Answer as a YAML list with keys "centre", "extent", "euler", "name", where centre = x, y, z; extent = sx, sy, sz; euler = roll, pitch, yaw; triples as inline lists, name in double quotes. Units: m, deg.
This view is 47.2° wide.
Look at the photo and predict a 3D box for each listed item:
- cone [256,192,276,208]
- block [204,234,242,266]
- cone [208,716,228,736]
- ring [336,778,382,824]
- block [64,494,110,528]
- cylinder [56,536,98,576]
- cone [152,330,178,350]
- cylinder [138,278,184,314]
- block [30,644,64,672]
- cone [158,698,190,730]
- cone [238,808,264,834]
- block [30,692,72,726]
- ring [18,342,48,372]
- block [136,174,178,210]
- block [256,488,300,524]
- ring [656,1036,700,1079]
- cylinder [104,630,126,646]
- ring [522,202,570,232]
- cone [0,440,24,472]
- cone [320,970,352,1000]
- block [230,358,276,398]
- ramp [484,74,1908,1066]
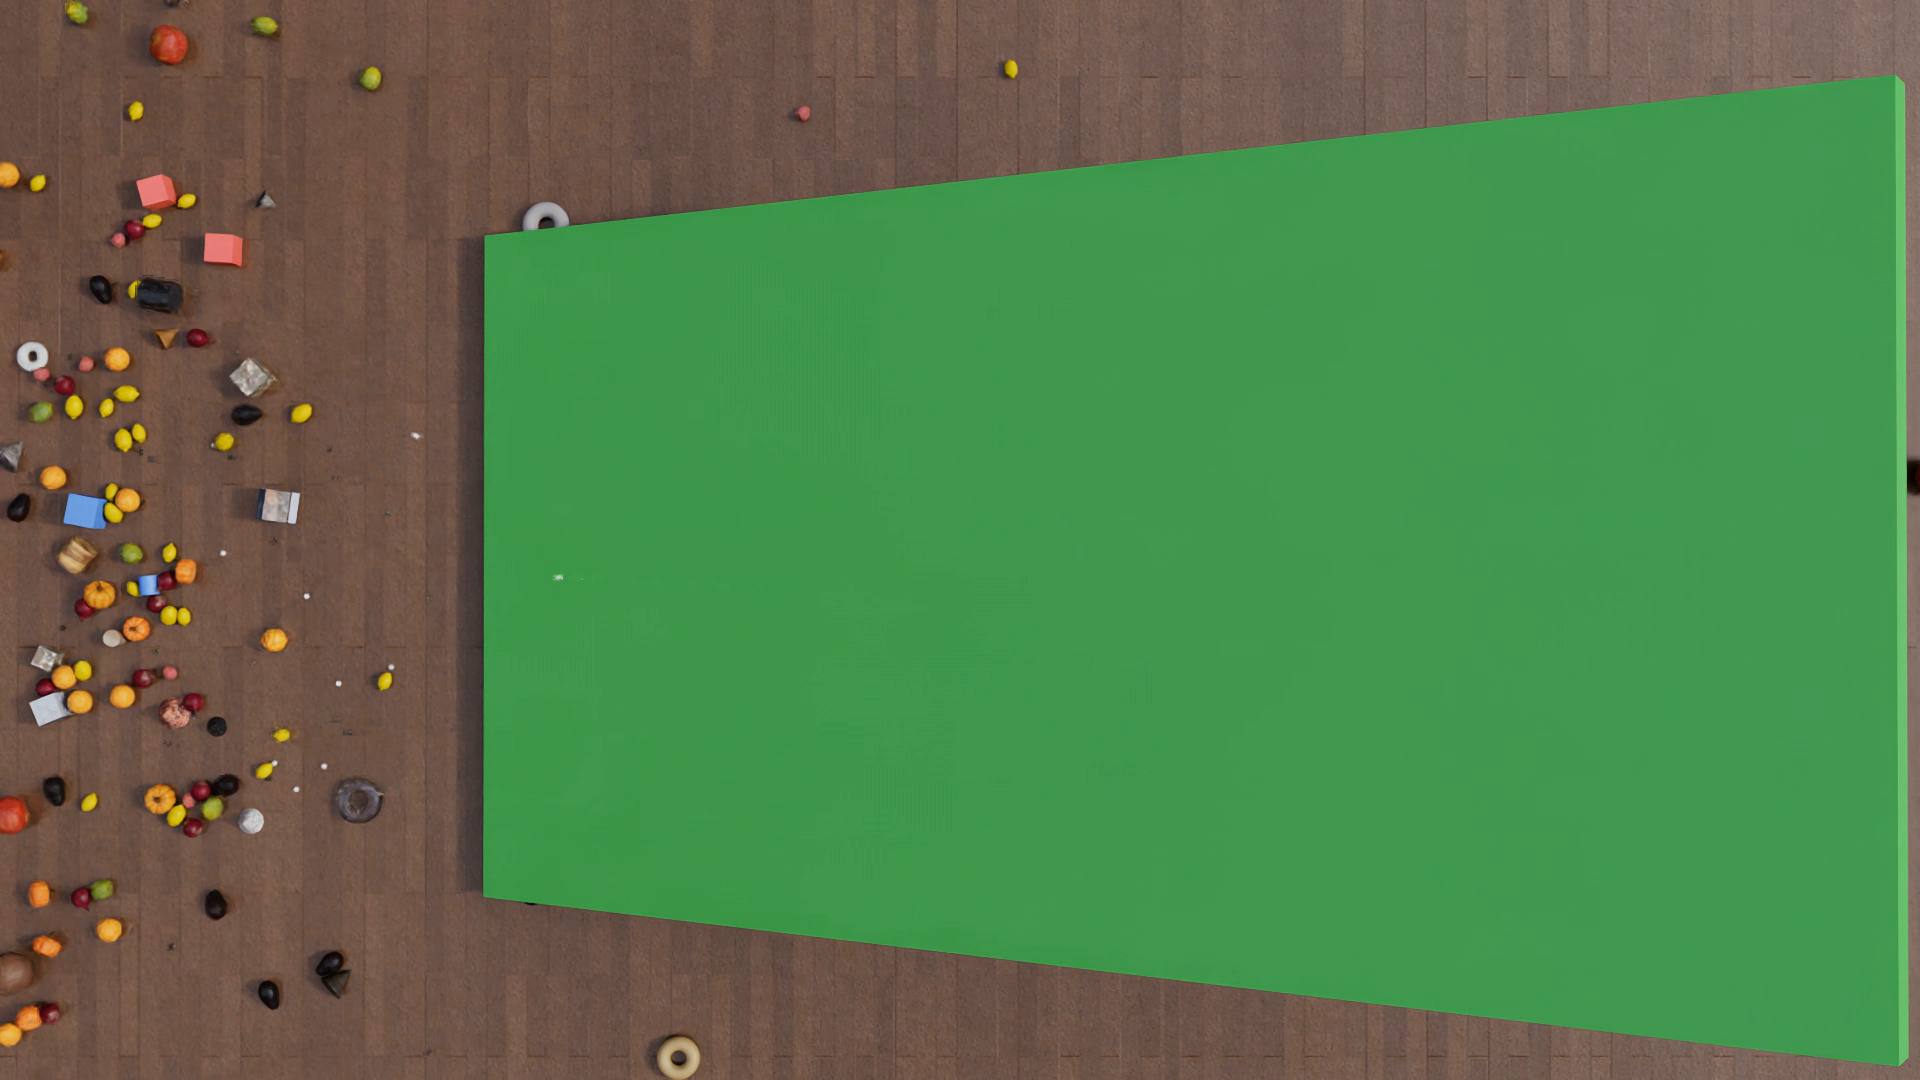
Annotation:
- centre: [-2.115, -1.030, 6.731]
  extent: [0.055, 0.055, 0.055]
  euler: [30, 90, -26]
  name: "cone"
- centre: [-2.244, -0.884, 6.700]
  extent: [0.085, 0.085, 0.085]
  euler: [3, 90, 0]
  name: "block"
- centre: [-2.274, 0.571, 6.699]
  extent: [0.062, 0.062, 0.062]
  euler: [0, 90, 0]
  name: "cone"
- centre: [-1.830, 0.795, 6.705]
  extent: [0.143, 0.048, 0.143]
  euler: [0, 89, 1]
  name: "ring"
- centre: [-2.656, -0.087, 6.690]
  extent: [0.091, 0.091, 0.091]
  euler: [11, 90, 0]
  name: "block"
- centre: [-2.689, 0.048, 6.693]
  extent: [0.083, 0.083, 0.083]
  euler: [42, 90, 0]
  name: "cylinder"
- centre: [-2.420, -0.628, 6.725]
  extent: [0.069, 0.069, 0.069]
  euler: [-37, 90, -27]
  name: "cone"
- centre: [-2.423, -0.740, 6.662]
  extent: [0.097, 0.097, 0.097]
  euler: [10, 90, 8]
  name: "cylinder"
- centre: [-2.779, 0.361, 6.702]
  extent: [0.060, 0.060, 0.060]
  euler: [25, 90, 0]
  name: "block"
- centre: [-2.404, 0.530, 6.681]
  extent: [0.099, 0.099, 0.099]
  euler: [0, 90, 0]
  name: "cone"
- centre: [-2.169, 0.860, 6.689]
  extent: [0.078, 0.078, 0.078]
  euler: [0, 90, 0]
  name: "cone"
- centre: [-2.766, 0.514, 6.692]
  extent: [0.077, 0.077, 0.077]
  euler: [-22, 90, 0]
  name: "block"
- centre: [-2.836, -0.561, 6.724]
  extent: [0.093, 0.031, 0.093]
  euler: [0, 90, 0]
  name: "ring"
- centre: [-2.447, -1.059, 6.704]
  extent: [0.080, 0.080, 0.080]
  euler: [-15, 90, 0]
  name: "block"
- centre: [-2.075, -0.103, 6.689]
  extent: [0.094, 0.094, 0.094]
  euler: [8, 90, 0]
  name: "block"
- centre: [-0.858, 1.579, 6.700]
  extent: [0.134, 0.045, 0.134]
  euler: [0, 89, -1]
  name: "ring"
- centre: [-2.577, 0.299, 6.706]
  extent: [0.052, 0.052, 0.052]
  euler: [0, 90, 0]
  name: "cylinder"
- centre: [-1.265, -0.961, 6.719]
  extent: [0.146, 0.049, 0.146]
  euler: [0, 89, 1]
  name: "ring"
- centre: [-2.889, -0.272, 6.716]
  extent: [0.093, 0.093, 0.093]
  euler: [35, 63, 0]
  name: "cone"
- centre: [-1.887, 1.338, 6.704]
  extent: [0.086, 0.086, 0.086]
  euler: [48, 63, 0]
  name: "cone"
- centre: [-2.154, -0.493, 6.697]
  extent: [0.084, 0.084, 0.084]
  euler: [-42, 90, 0]
  name: "block"
- centre: [0.253, 0.069, 5.584]
  extent: [4.000, 0.100, 2.000]
  euler: [0, 89, 34]
  name: "ramp"
